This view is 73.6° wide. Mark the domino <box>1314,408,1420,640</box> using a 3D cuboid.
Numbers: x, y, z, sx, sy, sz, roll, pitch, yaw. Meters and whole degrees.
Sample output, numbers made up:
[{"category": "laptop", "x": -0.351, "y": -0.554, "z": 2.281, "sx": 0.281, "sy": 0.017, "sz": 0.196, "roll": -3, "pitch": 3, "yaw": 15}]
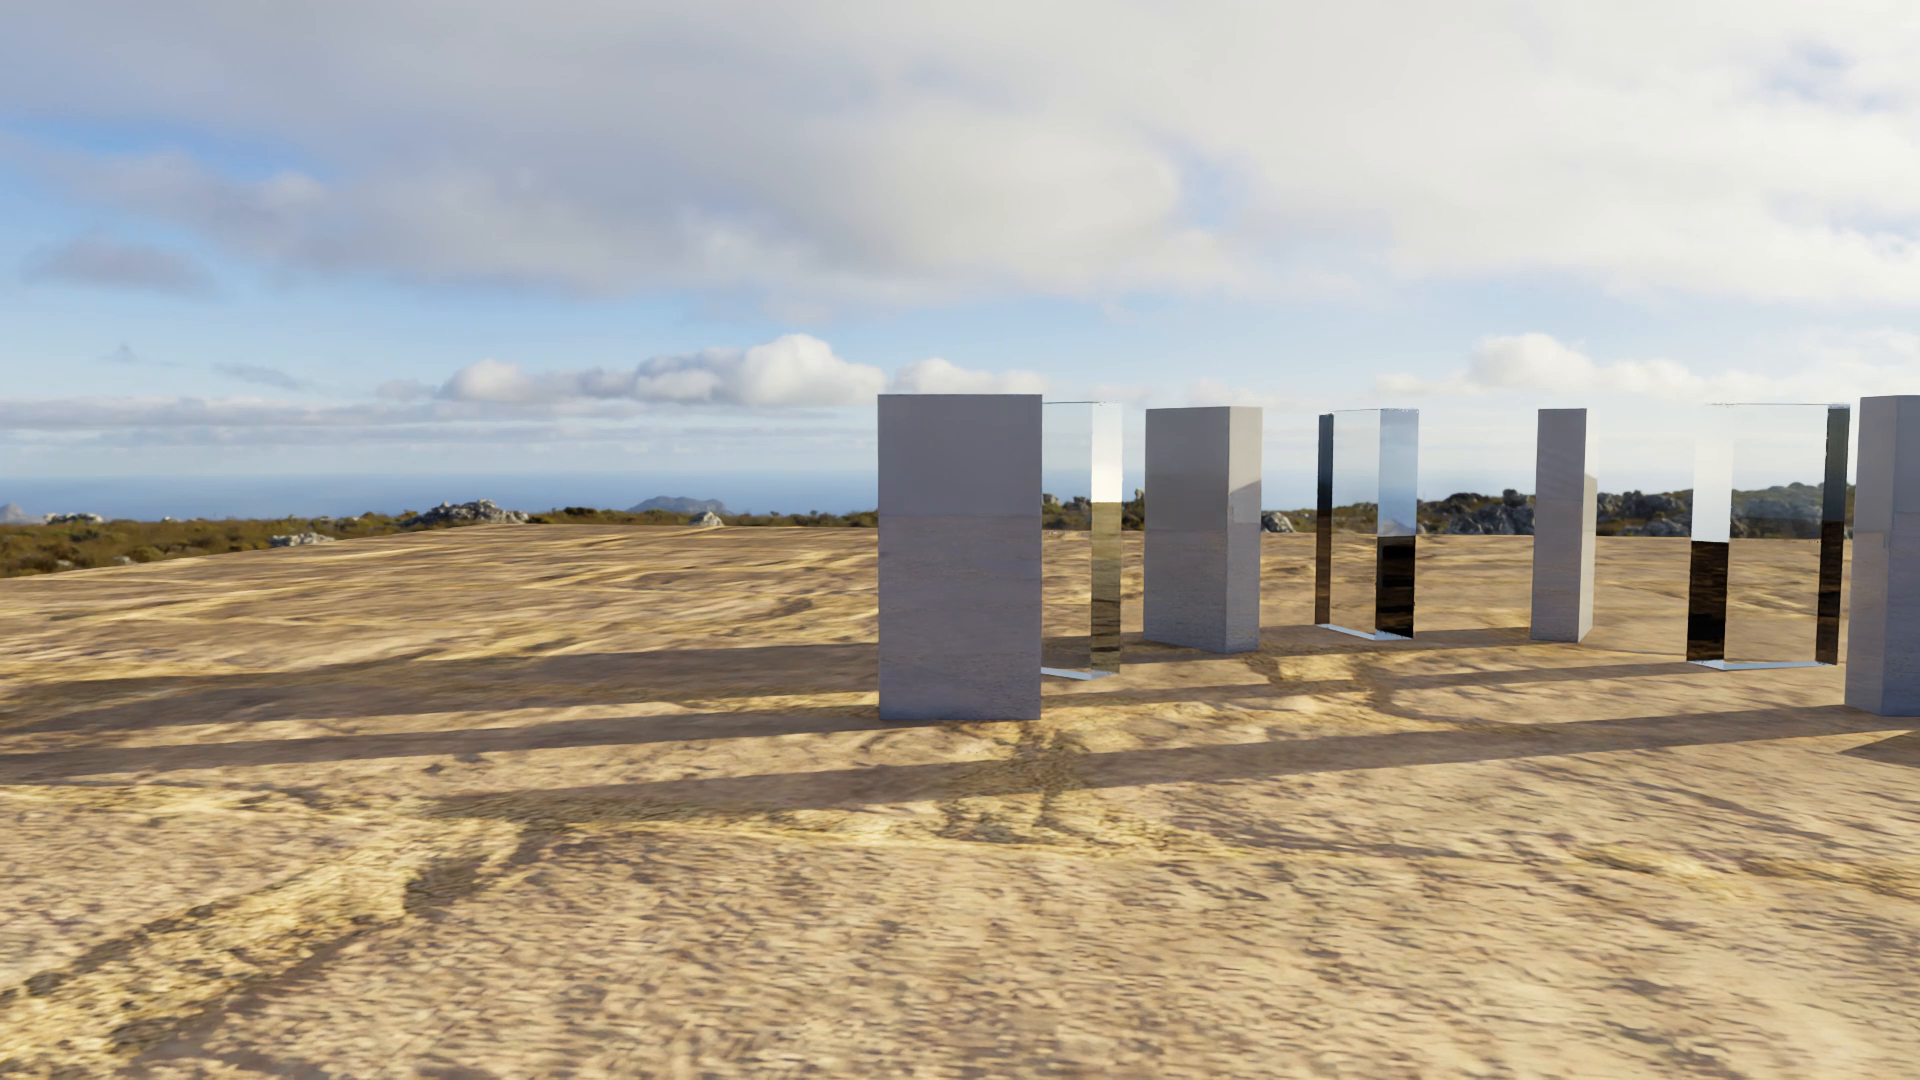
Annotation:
[{"category": "domino", "x": 0.091, "y": -0.004, "z": 0.290, "sx": 0.010, "sy": 0.050, "sz": 0.025, "roll": -1, "pitch": 4, "yaw": -15}]

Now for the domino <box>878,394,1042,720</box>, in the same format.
[{"category": "domino", "x": 0.000, "y": 0.002, "z": 0.201, "sx": 0.025, "sy": 0.050, "sz": 0.009, "roll": 0, "pitch": 4, "yaw": 0}]

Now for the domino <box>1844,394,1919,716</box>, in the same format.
[{"category": "domino", "x": 0.157, "y": 0.002, "z": 0.202, "sx": 0.025, "sy": 0.050, "sz": 0.009, "roll": 0, "pitch": 4, "yaw": 5}]

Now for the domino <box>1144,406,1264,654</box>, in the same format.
[{"category": "domino", "x": 0.051, "y": -0.003, "z": 0.270, "sx": 0.009, "sy": 0.050, "sz": 0.025, "roll": -3, "pitch": 5, "yaw": -33}]

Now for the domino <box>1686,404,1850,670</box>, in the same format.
[{"category": "domino", "x": 0.155, "y": -0.001, "z": 0.247, "sx": 0.025, "sy": 0.050, "sz": 0.009, "roll": -1, "pitch": 4, "yaw": -10}]

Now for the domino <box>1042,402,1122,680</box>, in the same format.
[{"category": "domino", "x": 0.017, "y": -0.001, "z": 0.241, "sx": 0.025, "sy": 0.050, "sz": 0.009, "roll": 4, "pitch": 6, "yaw": 41}]

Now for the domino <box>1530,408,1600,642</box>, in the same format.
[{"category": "domino", "x": 0.135, "y": -0.004, "z": 0.286, "sx": 0.009, "sy": 0.050, "sz": 0.025, "roll": 3, "pitch": 5, "yaw": 32}]
